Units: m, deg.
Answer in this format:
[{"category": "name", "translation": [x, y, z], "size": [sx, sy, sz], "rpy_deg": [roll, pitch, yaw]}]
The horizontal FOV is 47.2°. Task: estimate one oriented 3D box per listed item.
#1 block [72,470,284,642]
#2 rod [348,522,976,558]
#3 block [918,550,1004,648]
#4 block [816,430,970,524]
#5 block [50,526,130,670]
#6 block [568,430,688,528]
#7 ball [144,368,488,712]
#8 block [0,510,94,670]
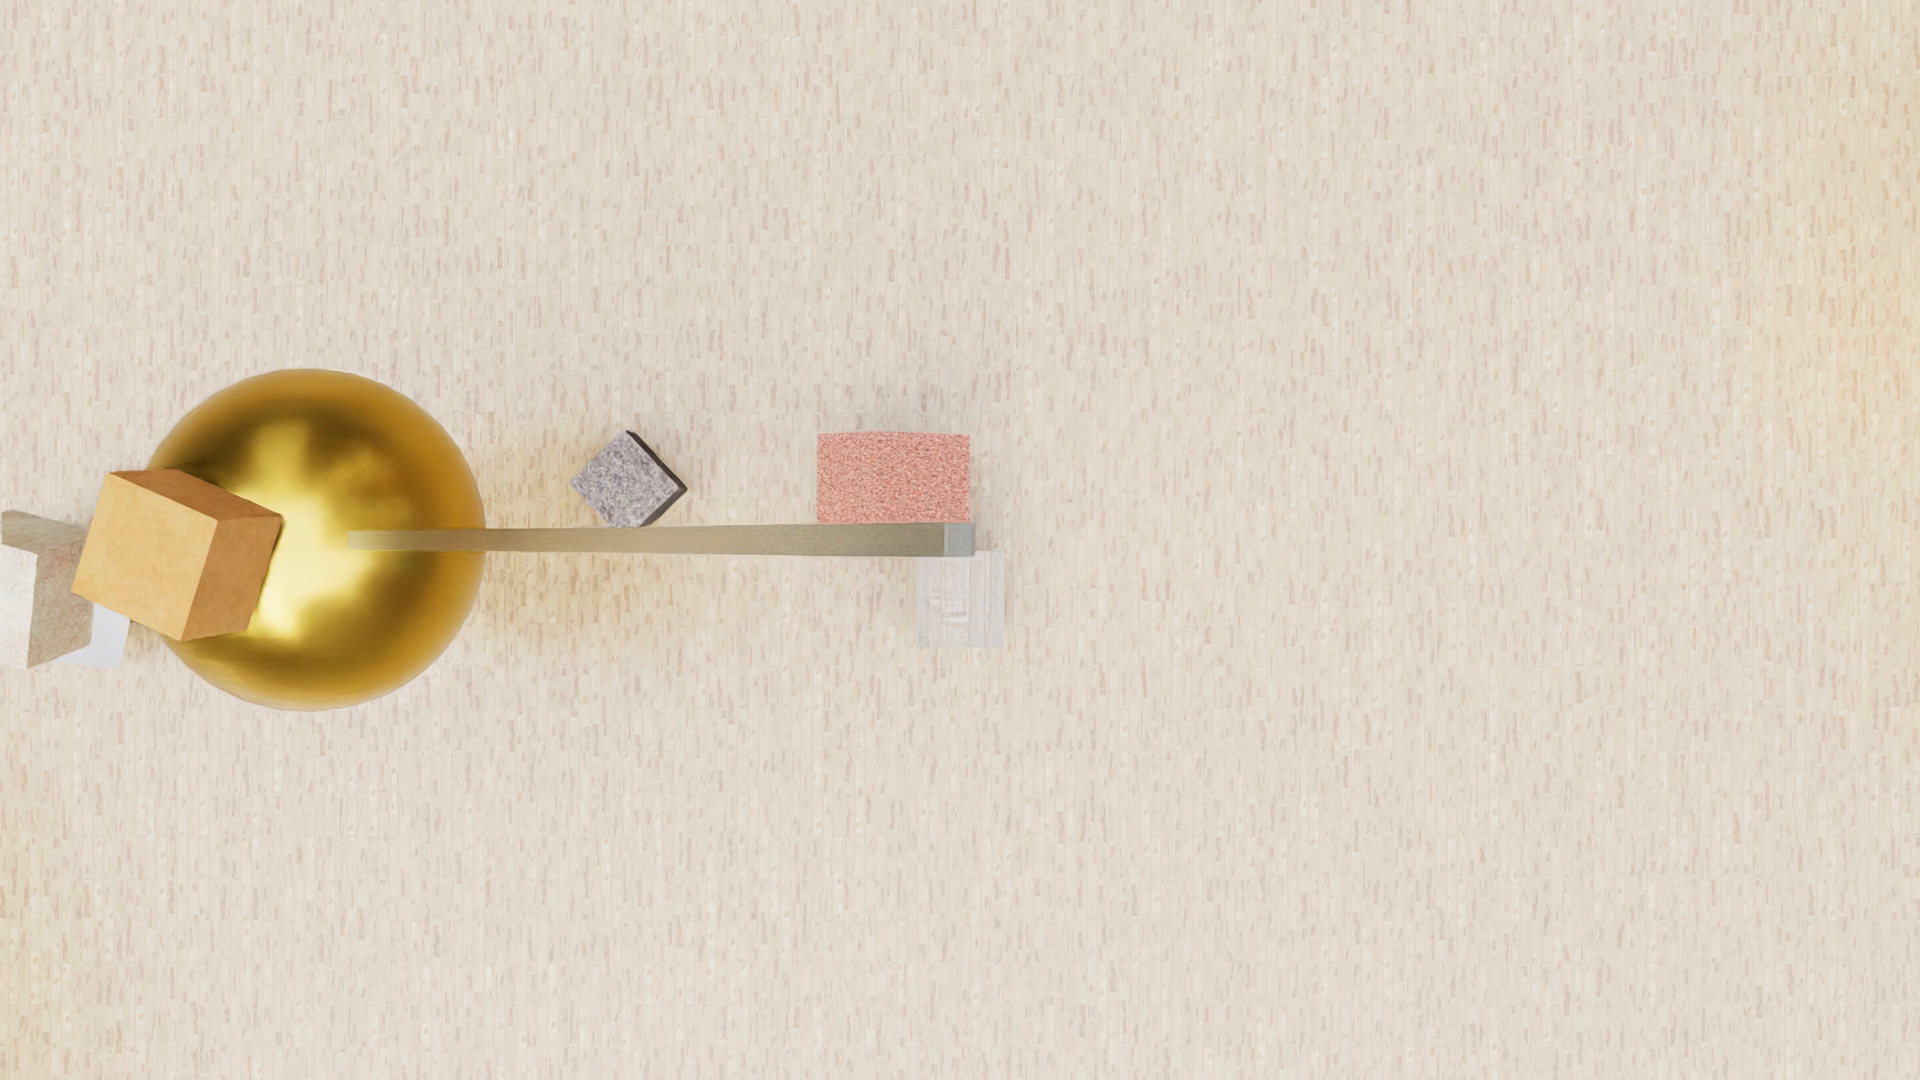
[{"category": "block", "translation": [-3.272, 0.055, 9.211], "size": [0.549, 0.474, 0.529], "rpy_deg": [22, 99, 13]}, {"category": "rod", "translation": [-1.305, 0.000, 7.272], "size": [0.080, 5.200, 0.080], "rpy_deg": [0, 90, -30]}, {"category": "block", "translation": [0.002, 0.335, 12.740], "size": [0.489, 0.521, 0.547], "rpy_deg": [0, 90, 0]}, {"category": "block", "translation": [-0.382, -0.274, 12.572], "size": [0.658, 0.572, 0.658], "rpy_deg": [0, 90, -38]}, {"category": "block", "translation": [-5.090, 0.297, 12.476], "size": [0.682, 0.561, 0.640], "rpy_deg": [10, 103, -30]}, {"category": "block", "translation": [-1.920, -0.313, 12.775], "size": [0.440, 0.450, 0.457], "rpy_deg": [-43, 90, 0]}, {"category": "ball", "translation": [-3.011, 0.000, 10.213], "size": [1.600, 1.600, 1.600], "rpy_deg": [0, 90, 0]}, {"category": "block", "translation": [-4.620, 0.236, 10.803], "size": [0.506, 0.502, 0.590], "rpy_deg": [15, 105, 11]}]
